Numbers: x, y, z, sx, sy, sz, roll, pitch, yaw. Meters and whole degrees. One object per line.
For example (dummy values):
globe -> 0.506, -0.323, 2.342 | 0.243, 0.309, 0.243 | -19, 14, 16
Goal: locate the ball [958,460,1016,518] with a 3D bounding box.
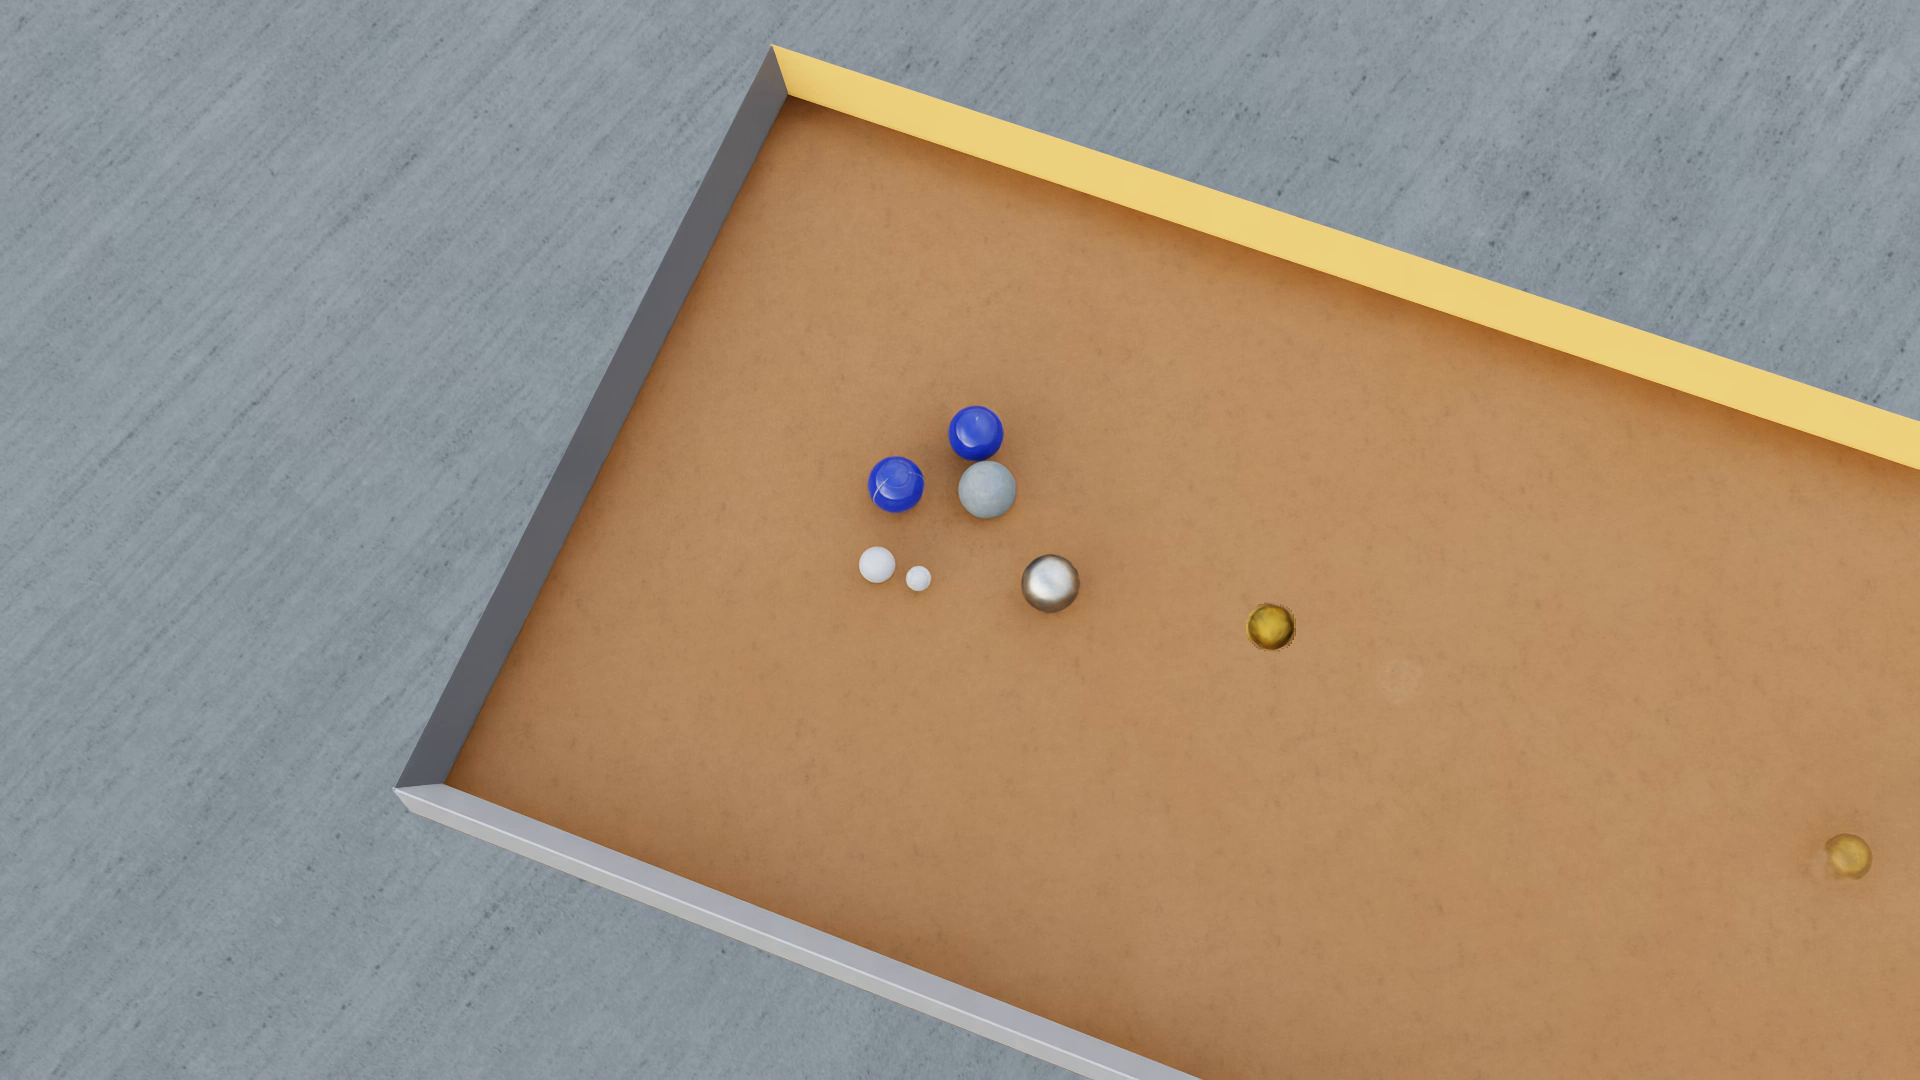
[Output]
ball -> 0.044, -0.081, 3.533 | 0.094, 0.094, 0.094 | 0, 67, 0

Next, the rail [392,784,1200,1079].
rail -> 0.333, 0.791, 3.147 | 2.503, 0.122, 0.045 | 20, 68, 8

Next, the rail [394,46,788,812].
rail -> -0.561, -0.210, 3.572 | 0.045, 0.122, 1.425 | 20, 68, 8

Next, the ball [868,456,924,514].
ball -> -0.103, -0.089, 3.537 | 0.093, 0.093, 0.093 | 0, 67, 0

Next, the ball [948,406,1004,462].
ball -> 0.026, -0.173, 3.573 | 0.092, 0.092, 0.092 | 0, 67, 0

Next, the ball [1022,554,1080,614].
ball -> 0.143, 0.069, 3.470 | 0.093, 0.093, 0.093 | 0, 67, 0

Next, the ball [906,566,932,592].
ball -> -0.066, 0.061, 3.502 | 0.040, 0.040, 0.040 | 0, 67, 0

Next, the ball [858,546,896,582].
ball -> -0.132, 0.039, 3.502 | 0.058, 0.058, 0.058 | 0, 67, 0

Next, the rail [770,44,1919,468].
rail -> 0.833, -0.391, 3.648 | 2.503, 0.122, 0.045 | 20, 68, 8

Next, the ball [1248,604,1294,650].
ball -> 0.489, 0.137, 3.453 | 0.072, 0.072, 0.072 | 0, 67, 0
